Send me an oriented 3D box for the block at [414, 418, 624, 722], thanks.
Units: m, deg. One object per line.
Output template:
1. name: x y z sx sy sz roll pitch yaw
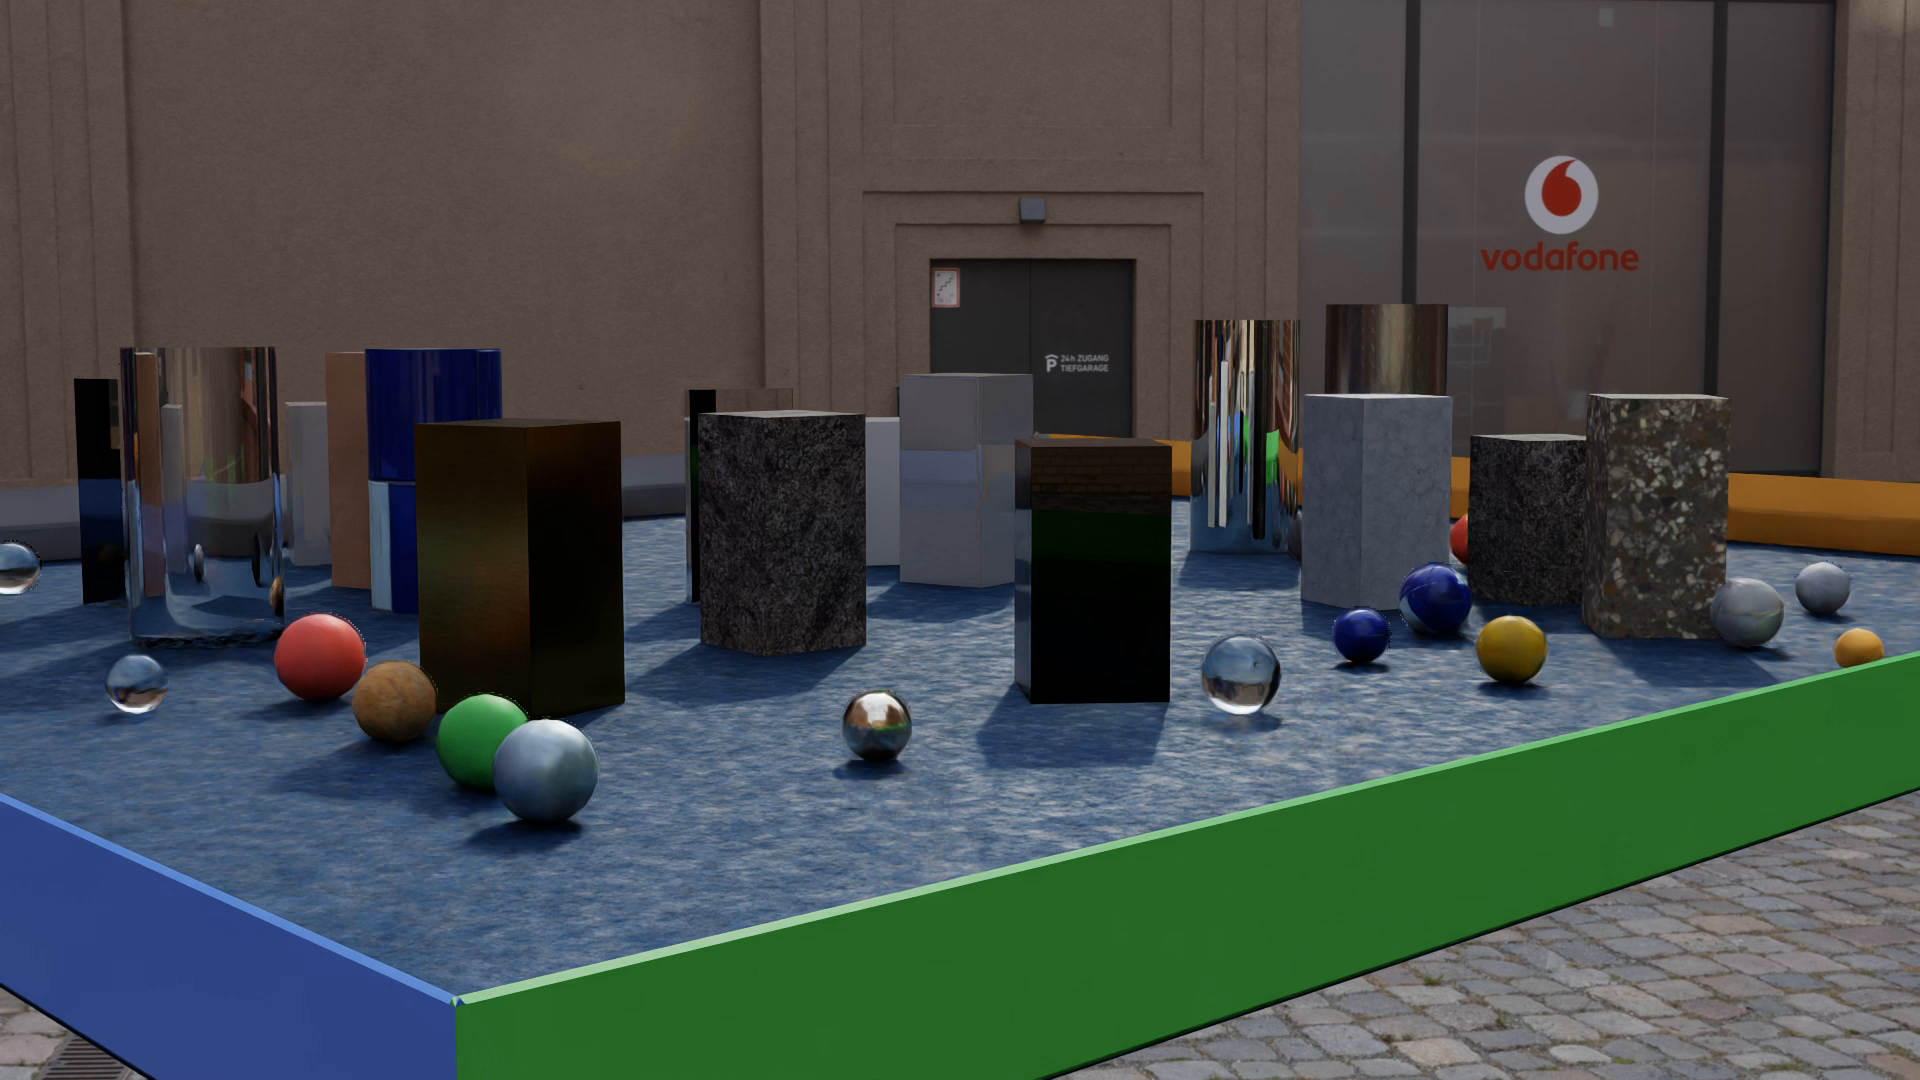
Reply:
1. block: -0.492 0.029 2.465 0.160 0.321 0.160 3 7 30

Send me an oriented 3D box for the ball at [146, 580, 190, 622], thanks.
1. ball: -1.114 0.087 3.095 0.059 0.059 0.059 0 6 0

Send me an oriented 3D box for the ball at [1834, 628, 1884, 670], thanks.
1. ball: 1.105 0.137 2.702 0.057 0.057 0.057 0 6 0

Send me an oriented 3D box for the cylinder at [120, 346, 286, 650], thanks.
1. cylinder: -1.024 -0.063 2.978 0.200 0.397 0.200 0 6 0

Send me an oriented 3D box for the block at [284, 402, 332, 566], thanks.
1. block: -1.120 -0.105 3.943 0.160 0.281 0.160 -2 6 -20

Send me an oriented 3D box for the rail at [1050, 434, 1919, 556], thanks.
1. rail: 1.270 -0.087 4.497 0.045 0.130 3.116 -5 8 -42

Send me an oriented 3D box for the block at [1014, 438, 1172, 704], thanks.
1. block: 0.153 0.032 2.571 0.160 0.293 0.160 -1 6 -5

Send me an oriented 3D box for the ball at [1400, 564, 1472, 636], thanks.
1. ball: 0.655 0.082 3.029 0.098 0.098 0.098 0 6 0

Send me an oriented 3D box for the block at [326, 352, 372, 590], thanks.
1. block: -0.912 -0.116 3.584 0.160 0.378 0.160 4 7 32

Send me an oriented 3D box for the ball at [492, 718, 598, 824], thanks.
1. ball: -0.361 0.202 1.916 0.091 0.091 0.091 0 6 0

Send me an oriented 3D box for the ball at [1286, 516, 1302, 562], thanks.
1. ball: 0.619 -0.001 3.862 0.092 0.092 0.092 0 6 0

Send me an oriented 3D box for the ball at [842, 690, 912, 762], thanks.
1. ball: -0.082 0.185 2.180 0.070 0.070 0.070 0 6 0

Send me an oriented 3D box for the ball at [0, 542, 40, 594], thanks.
1. ball: -1.494 0.045 3.463 0.082 0.082 0.082 0 6 0

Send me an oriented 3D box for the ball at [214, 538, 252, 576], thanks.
1. ball: -1.229 0.029 3.719 0.062 0.062 0.062 0 6 0

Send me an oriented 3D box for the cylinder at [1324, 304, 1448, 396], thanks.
1. cylinder: 0.709 -0.165 3.674 0.200 0.456 0.200 0 6 0

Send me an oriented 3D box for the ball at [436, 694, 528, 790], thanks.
1. ball: -0.443 0.189 2.051 0.089 0.089 0.089 0 6 0

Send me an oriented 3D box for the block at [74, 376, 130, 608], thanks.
1. block: -1.229 -0.077 3.370 0.160 0.344 0.160 3 7 25

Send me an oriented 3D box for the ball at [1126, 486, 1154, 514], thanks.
1. ball: 0.397 -0.089 4.864 0.060 0.060 0.060 0 6 0

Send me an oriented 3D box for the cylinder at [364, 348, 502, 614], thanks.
1. cylinder: -0.790 -0.094 3.320 0.200 0.389 0.200 0 6 0

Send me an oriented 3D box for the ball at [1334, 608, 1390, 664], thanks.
1. ball: 0.509 0.121 2.790 0.070 0.070 0.070 0 6 0

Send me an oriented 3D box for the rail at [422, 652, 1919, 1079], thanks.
1. rail: 1.041 0.150 2.210 3.503 0.130 0.045 -5 8 -42

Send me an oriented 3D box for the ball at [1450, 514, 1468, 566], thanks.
1. ball: 0.900 0.000 3.821 0.098 0.098 0.098 0 6 0

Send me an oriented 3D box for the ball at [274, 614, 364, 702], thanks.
1. ball: -0.732 0.135 2.515 0.100 0.100 0.100 0 6 0

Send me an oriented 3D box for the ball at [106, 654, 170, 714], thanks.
1. ball: -0.913 0.159 2.442 0.067 0.067 0.067 0 6 0

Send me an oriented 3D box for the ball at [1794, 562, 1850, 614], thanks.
1. ball: 1.272 0.071 3.245 0.076 0.076 0.076 0 6 0

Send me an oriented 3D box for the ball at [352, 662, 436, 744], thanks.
1. ball: -0.585 0.168 2.274 0.084 0.084 0.084 0 6 0

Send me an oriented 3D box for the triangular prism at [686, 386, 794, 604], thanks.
1. triangular prism: -0.368 -0.075 3.439 0.173 0.326 0.150 -3 7 -26

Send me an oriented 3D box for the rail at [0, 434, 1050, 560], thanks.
1. rail: -1.041 -0.083 4.453 3.503 0.130 0.045 -5 8 -42

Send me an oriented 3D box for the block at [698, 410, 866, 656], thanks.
1. block: -0.238 -0.015 2.941 0.160 0.309 0.160 -5 8 -39

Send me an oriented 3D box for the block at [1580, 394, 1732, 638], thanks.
1. block: 0.968 -0.037 3.067 0.160 0.327 0.160 1 6 5

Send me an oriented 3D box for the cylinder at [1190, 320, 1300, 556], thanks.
1. cylinder: 0.531 -0.196 4.104 0.200 0.429 0.200 0 6 0

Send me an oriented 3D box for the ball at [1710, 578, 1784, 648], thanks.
1. ball: 1.045 0.096 2.920 0.093 0.093 0.093 0 6 0

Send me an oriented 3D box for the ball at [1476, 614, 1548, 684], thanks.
1. ball: 0.660 0.131 2.633 0.083 0.083 0.083 0 6 0

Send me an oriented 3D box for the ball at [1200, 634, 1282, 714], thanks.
1. ball: 0.311 0.149 2.437 0.088 0.088 0.088 0 6 0

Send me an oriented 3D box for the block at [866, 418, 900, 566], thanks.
1. block: -0.106 -0.090 3.944 0.160 0.252 0.160 -1 6 -14

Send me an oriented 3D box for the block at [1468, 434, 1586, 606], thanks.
1. block: 0.903 -0.035 3.420 0.160 0.250 0.160 -2 6 -17

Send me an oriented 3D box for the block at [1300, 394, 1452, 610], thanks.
1. block: 0.635 -0.062 3.361 0.160 0.316 0.160 -3 7 -24

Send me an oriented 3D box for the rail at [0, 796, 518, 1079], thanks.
1. rail: -1.270 0.155 2.166 0.045 0.130 3.116 -5 8 -42

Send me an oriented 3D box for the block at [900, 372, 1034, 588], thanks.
1. block: 0.011 -0.103 3.641 0.160 0.341 0.160 4 7 33
